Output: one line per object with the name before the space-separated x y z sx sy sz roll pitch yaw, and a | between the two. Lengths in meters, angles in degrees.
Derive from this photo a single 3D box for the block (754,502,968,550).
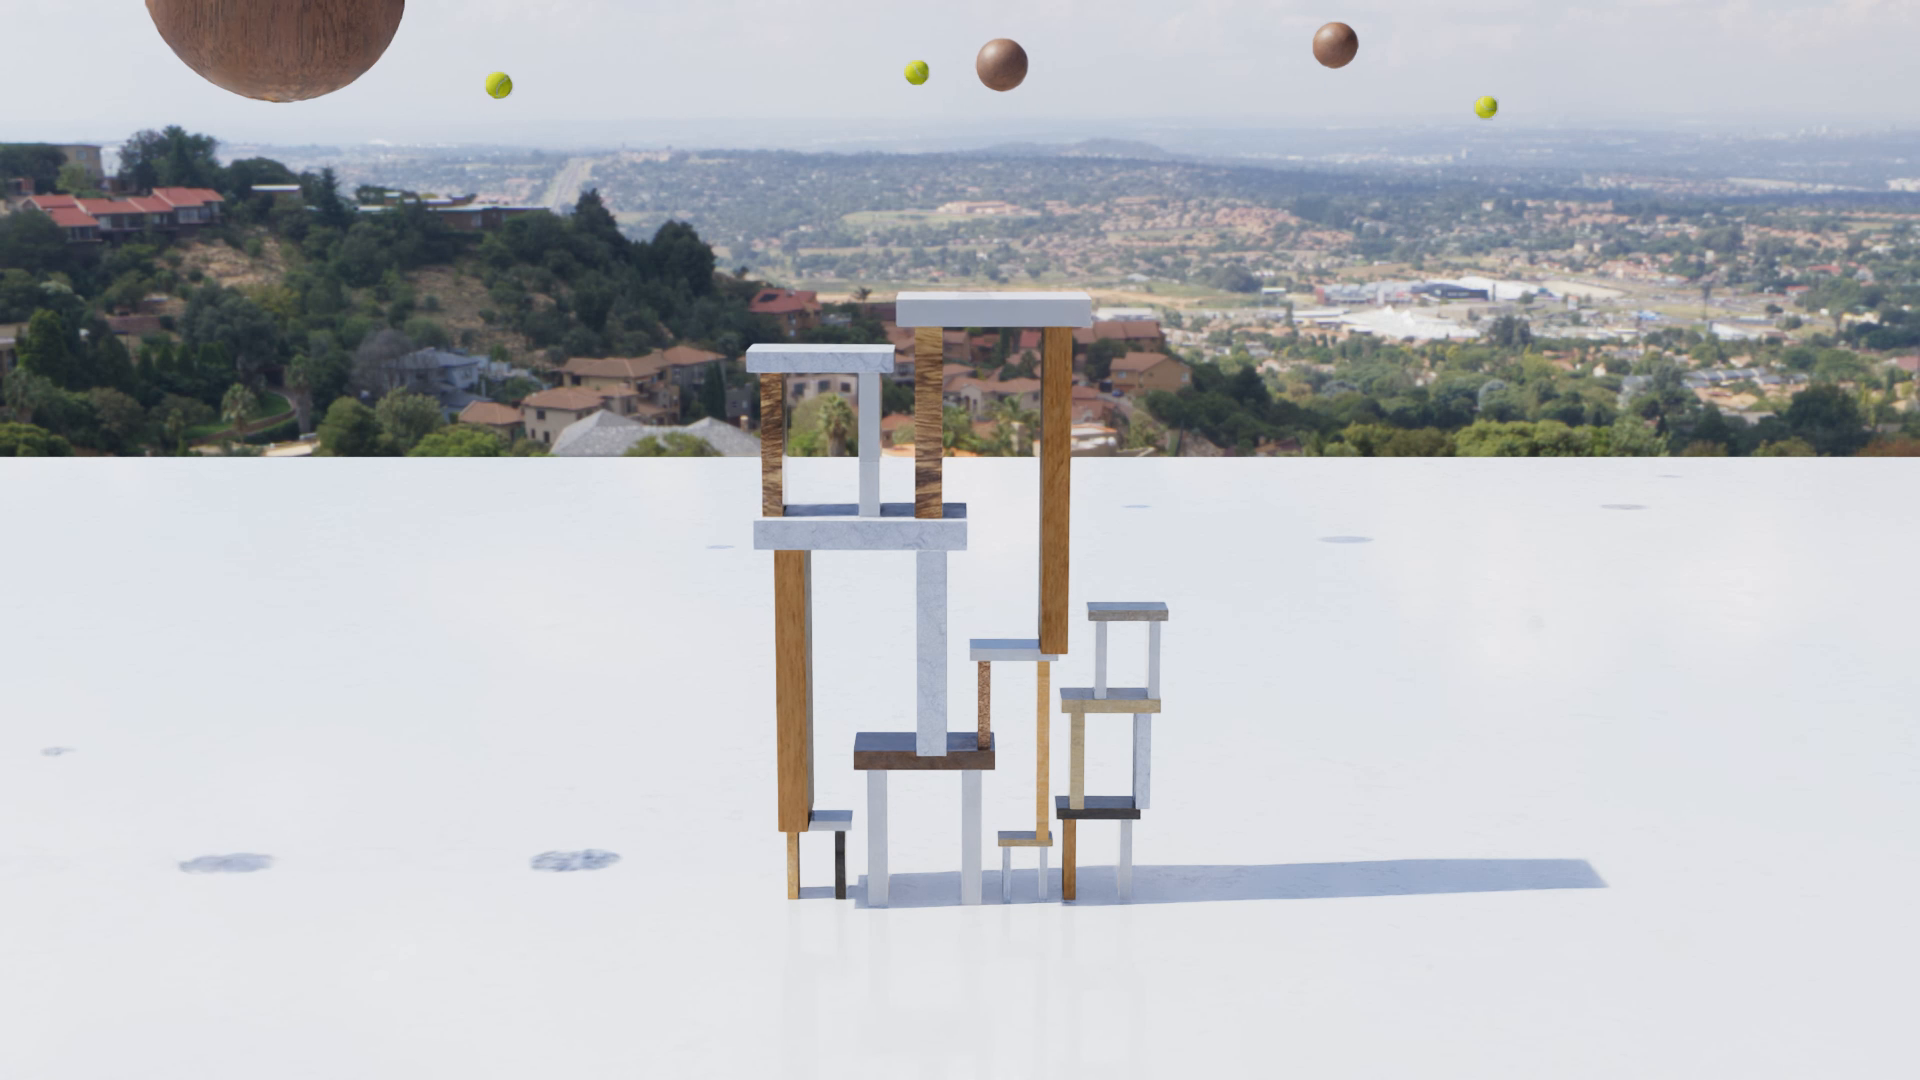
block | -0.158 -0.023 3.551 0.337 0.048 0.169 0 11 0

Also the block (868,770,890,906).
block | -0.135 0.477 3.648 0.033 0.230 0.115 0 11 0

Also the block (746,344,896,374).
block | -0.219 -0.289 3.500 0.230 0.033 0.115 0 11 0

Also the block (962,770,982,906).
block | 0.019 0.477 3.648 0.033 0.230 0.115 0 11 0

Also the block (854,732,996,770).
block | -0.058 0.347 3.624 0.230 0.033 0.115 0 11 0

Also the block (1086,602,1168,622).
block | 0.272 0.116 3.580 0.130 0.018 0.065 0 11 0

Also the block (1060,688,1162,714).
block | 0.246 0.263 3.612 0.162 0.023 0.081 0 11 0

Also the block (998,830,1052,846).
block | 0.108 0.495 3.647 0.091 0.013 0.045 0 11 0

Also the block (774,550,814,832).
block | -0.270 0.229 3.598 0.048 0.465 0.169 0 11 0

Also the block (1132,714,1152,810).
block | 0.300 0.354 3.629 0.023 0.162 0.081 0 11 0

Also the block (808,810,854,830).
block | -0.238 0.465 3.646 0.119 0.017 0.059 0 11 0

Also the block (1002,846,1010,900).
block | 0.077 0.546 3.657 0.013 0.091 0.045 0 11 0

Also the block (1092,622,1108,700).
block | 0.229 0.189 3.594 0.018 0.130 0.065 0 11 0

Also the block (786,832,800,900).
block | -0.277 0.531 3.659 0.017 0.119 0.059 0 11 0

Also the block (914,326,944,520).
block | -0.049 -0.197 3.526 0.043 0.303 0.152 0 11 0

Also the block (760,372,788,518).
block | -0.297 -0.160 3.524 0.033 0.230 0.115 0 11 0

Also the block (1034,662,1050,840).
block | 0.136 0.339 3.623 0.020 0.303 0.072 0 11 0

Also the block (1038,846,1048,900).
block | 0.138 0.546 3.657 0.013 0.091 0.045 0 11 0

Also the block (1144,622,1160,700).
block | 0.315 0.189 3.594 0.018 0.130 0.065 0 11 0

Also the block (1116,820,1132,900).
block | 0.274 0.521 3.660 0.020 0.139 0.069 0 11 0

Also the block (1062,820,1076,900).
block | 0.181 0.521 3.660 0.020 0.139 0.069 0 11 0

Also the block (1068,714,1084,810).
block | 0.192 0.354 3.629 0.023 0.162 0.081 0 11 0

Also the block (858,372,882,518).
block | -0.143 -0.160 3.524 0.033 0.230 0.115 0 11 0

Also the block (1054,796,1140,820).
block | 0.228 0.443 3.645 0.139 0.020 0.069 0 11 0

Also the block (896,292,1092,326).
block | 0.053 -0.367 3.493 0.303 0.043 0.152 0 11 0

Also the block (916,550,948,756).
block | -0.046 0.166 3.587 0.048 0.338 0.169 0 11 0

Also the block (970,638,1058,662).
block | 0.087 0.179 3.593 0.144 0.020 0.072 0 11 0

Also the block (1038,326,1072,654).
block | 0.153 -0.088 3.546 0.043 0.524 0.152 0 11 0

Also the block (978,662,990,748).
block | 0.040 0.260 3.609 0.020 0.144 0.072 0 11 0

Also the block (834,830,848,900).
block | -0.198 0.531 3.659 0.017 0.119 0.059 0 11 0
